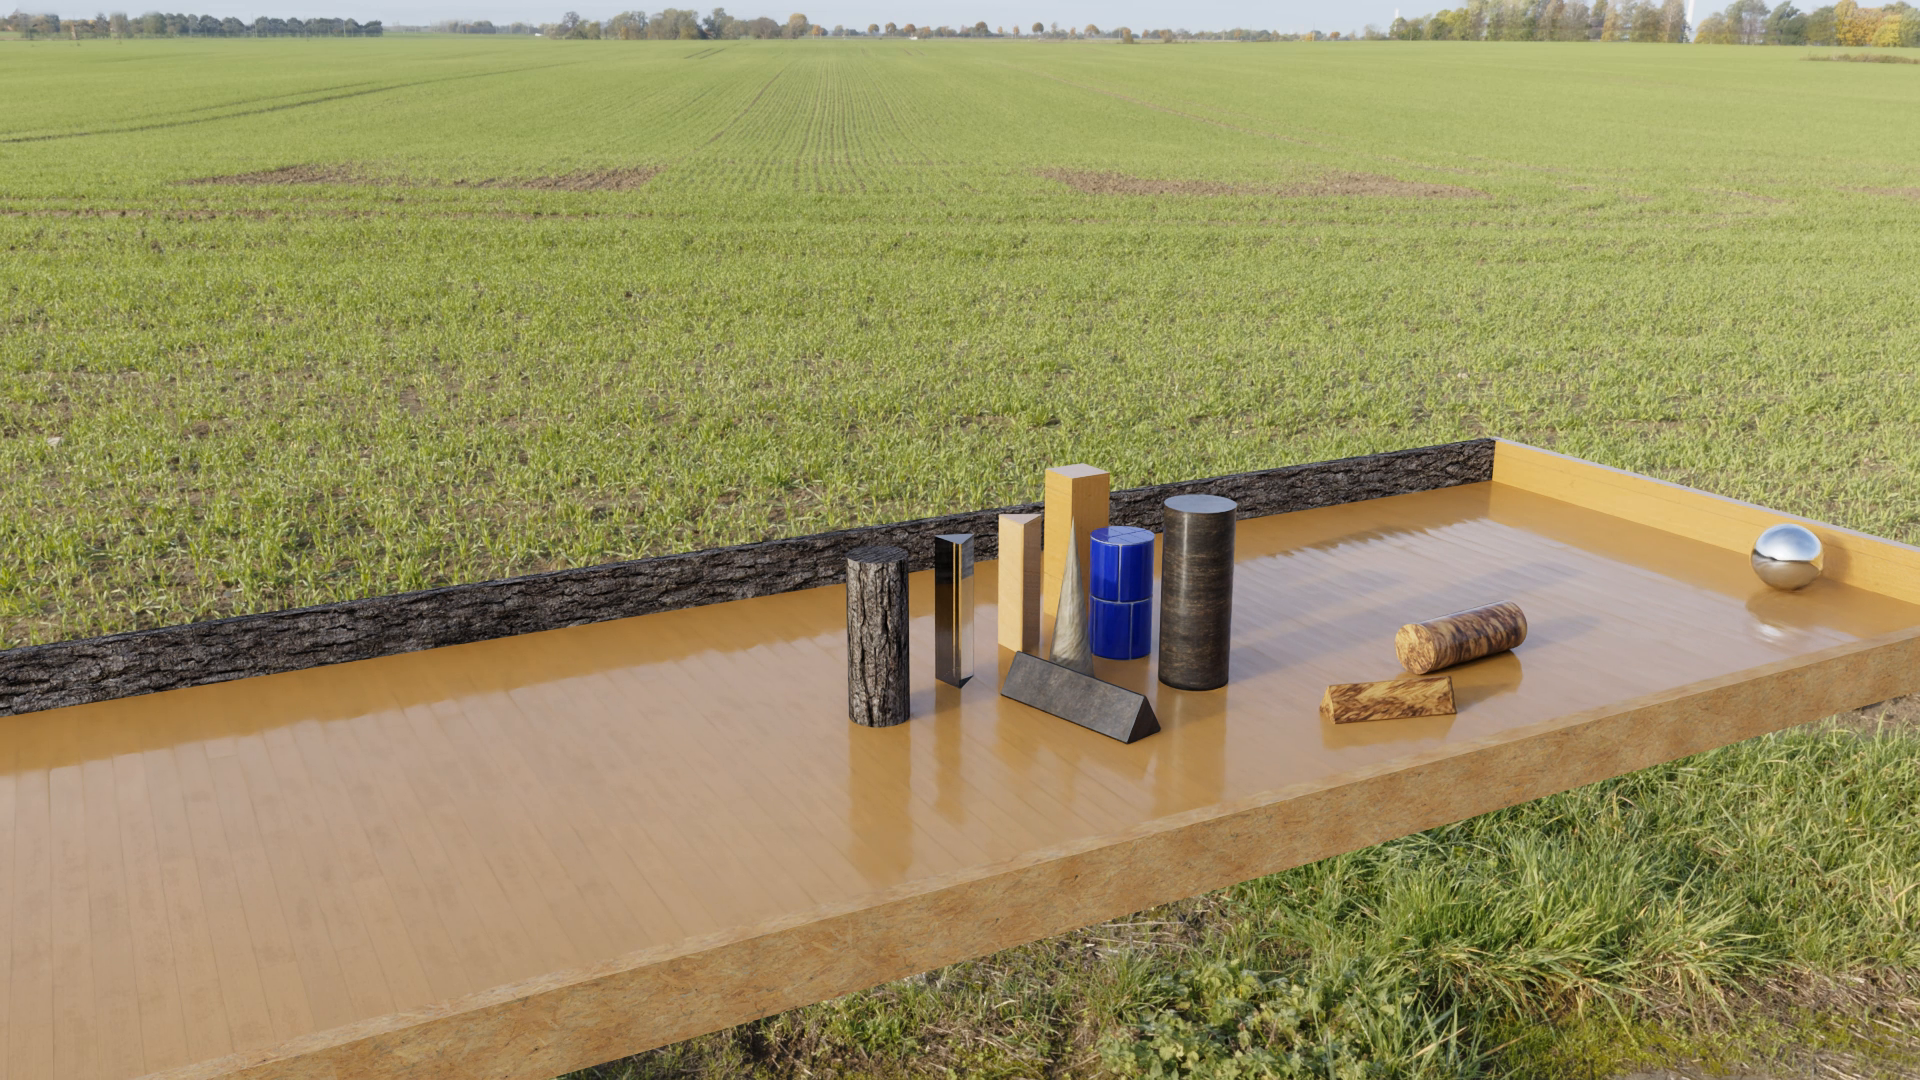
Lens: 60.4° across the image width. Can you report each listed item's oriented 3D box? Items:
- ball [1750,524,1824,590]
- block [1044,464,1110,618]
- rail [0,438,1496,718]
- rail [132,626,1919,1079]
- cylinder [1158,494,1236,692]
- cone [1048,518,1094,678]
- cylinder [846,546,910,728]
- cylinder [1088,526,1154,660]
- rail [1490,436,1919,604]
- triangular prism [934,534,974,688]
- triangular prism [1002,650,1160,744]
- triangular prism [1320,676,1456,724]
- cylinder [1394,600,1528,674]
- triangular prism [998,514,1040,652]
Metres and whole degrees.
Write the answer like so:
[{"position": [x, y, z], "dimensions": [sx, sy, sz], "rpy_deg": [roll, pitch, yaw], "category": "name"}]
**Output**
[{"position": [2.426, 0.050, 4.838], "dimensions": [0.196, 0.196, 0.196], "rpy_deg": [0, 16, 0], "category": "ball"}, {"position": [0.323, 0.008, 4.590], "dimensions": [0.127, 0.415, 0.127], "rpy_deg": [-10, 19, -30], "category": "block"}, {"position": [-3.305, 0.497, 3.399], "dimensions": [12.000, 0.150, 0.050], "rpy_deg": [-9, 18, -27], "category": "rail"}, {"position": [-2.336, 1.006, 1.665], "dimensions": [12.000, 0.150, 0.050], "rpy_deg": [-9, 18, -27], "category": "rail"}, {"position": [0.589, 0.130, 4.102], "dimensions": [0.177, 0.457, 0.177], "rpy_deg": [0, 16, 0], "category": "cylinder"}, {"position": [0.279, 0.143, 4.113], "dimensions": [0.123, 0.425, 0.123], "rpy_deg": [0, 16, 0], "category": "cone"}, {"position": [-0.192, 0.226, 3.875], "dimensions": [0.145, 0.401, 0.145], "rpy_deg": [0, 16, 0], "category": "cylinder"}, {"position": [0.422, 0.138, 4.324], "dimensions": [0.167, 0.316, 0.167], "rpy_deg": [0, 16, 0], "category": "cylinder"}, {"position": [2.466, -0.048, 5.253], "dimensions": [0.050, 0.150, 2.100], "rpy_deg": [-9, 18, -27], "category": "rail"}, {"position": [0.001, 0.172, 4.108], "dimensions": [0.084, 0.374, 0.097], "rpy_deg": [-13, 21, -38], "category": "triangular prism"}, {"position": [0.283, 0.363, 3.932], "dimensions": [0.116, 0.101, 0.413], "rpy_deg": [-15, 22, -41], "category": "triangular prism"}, {"position": [1.025, 0.373, 3.940], "dimensions": [0.312, 0.079, 0.091], "rpy_deg": [-3, 16, -11], "category": "triangular prism"}, {"position": [1.300, 0.250, 4.275], "dimensions": [0.354, 0.130, 0.130], "rpy_deg": [-10, 19, -31], "category": "cylinder"}, {"position": [0.172, 0.110, 4.351], "dimensions": [0.094, 0.355, 0.109], "rpy_deg": [-10, 19, -30], "category": "triangular prism"}]
